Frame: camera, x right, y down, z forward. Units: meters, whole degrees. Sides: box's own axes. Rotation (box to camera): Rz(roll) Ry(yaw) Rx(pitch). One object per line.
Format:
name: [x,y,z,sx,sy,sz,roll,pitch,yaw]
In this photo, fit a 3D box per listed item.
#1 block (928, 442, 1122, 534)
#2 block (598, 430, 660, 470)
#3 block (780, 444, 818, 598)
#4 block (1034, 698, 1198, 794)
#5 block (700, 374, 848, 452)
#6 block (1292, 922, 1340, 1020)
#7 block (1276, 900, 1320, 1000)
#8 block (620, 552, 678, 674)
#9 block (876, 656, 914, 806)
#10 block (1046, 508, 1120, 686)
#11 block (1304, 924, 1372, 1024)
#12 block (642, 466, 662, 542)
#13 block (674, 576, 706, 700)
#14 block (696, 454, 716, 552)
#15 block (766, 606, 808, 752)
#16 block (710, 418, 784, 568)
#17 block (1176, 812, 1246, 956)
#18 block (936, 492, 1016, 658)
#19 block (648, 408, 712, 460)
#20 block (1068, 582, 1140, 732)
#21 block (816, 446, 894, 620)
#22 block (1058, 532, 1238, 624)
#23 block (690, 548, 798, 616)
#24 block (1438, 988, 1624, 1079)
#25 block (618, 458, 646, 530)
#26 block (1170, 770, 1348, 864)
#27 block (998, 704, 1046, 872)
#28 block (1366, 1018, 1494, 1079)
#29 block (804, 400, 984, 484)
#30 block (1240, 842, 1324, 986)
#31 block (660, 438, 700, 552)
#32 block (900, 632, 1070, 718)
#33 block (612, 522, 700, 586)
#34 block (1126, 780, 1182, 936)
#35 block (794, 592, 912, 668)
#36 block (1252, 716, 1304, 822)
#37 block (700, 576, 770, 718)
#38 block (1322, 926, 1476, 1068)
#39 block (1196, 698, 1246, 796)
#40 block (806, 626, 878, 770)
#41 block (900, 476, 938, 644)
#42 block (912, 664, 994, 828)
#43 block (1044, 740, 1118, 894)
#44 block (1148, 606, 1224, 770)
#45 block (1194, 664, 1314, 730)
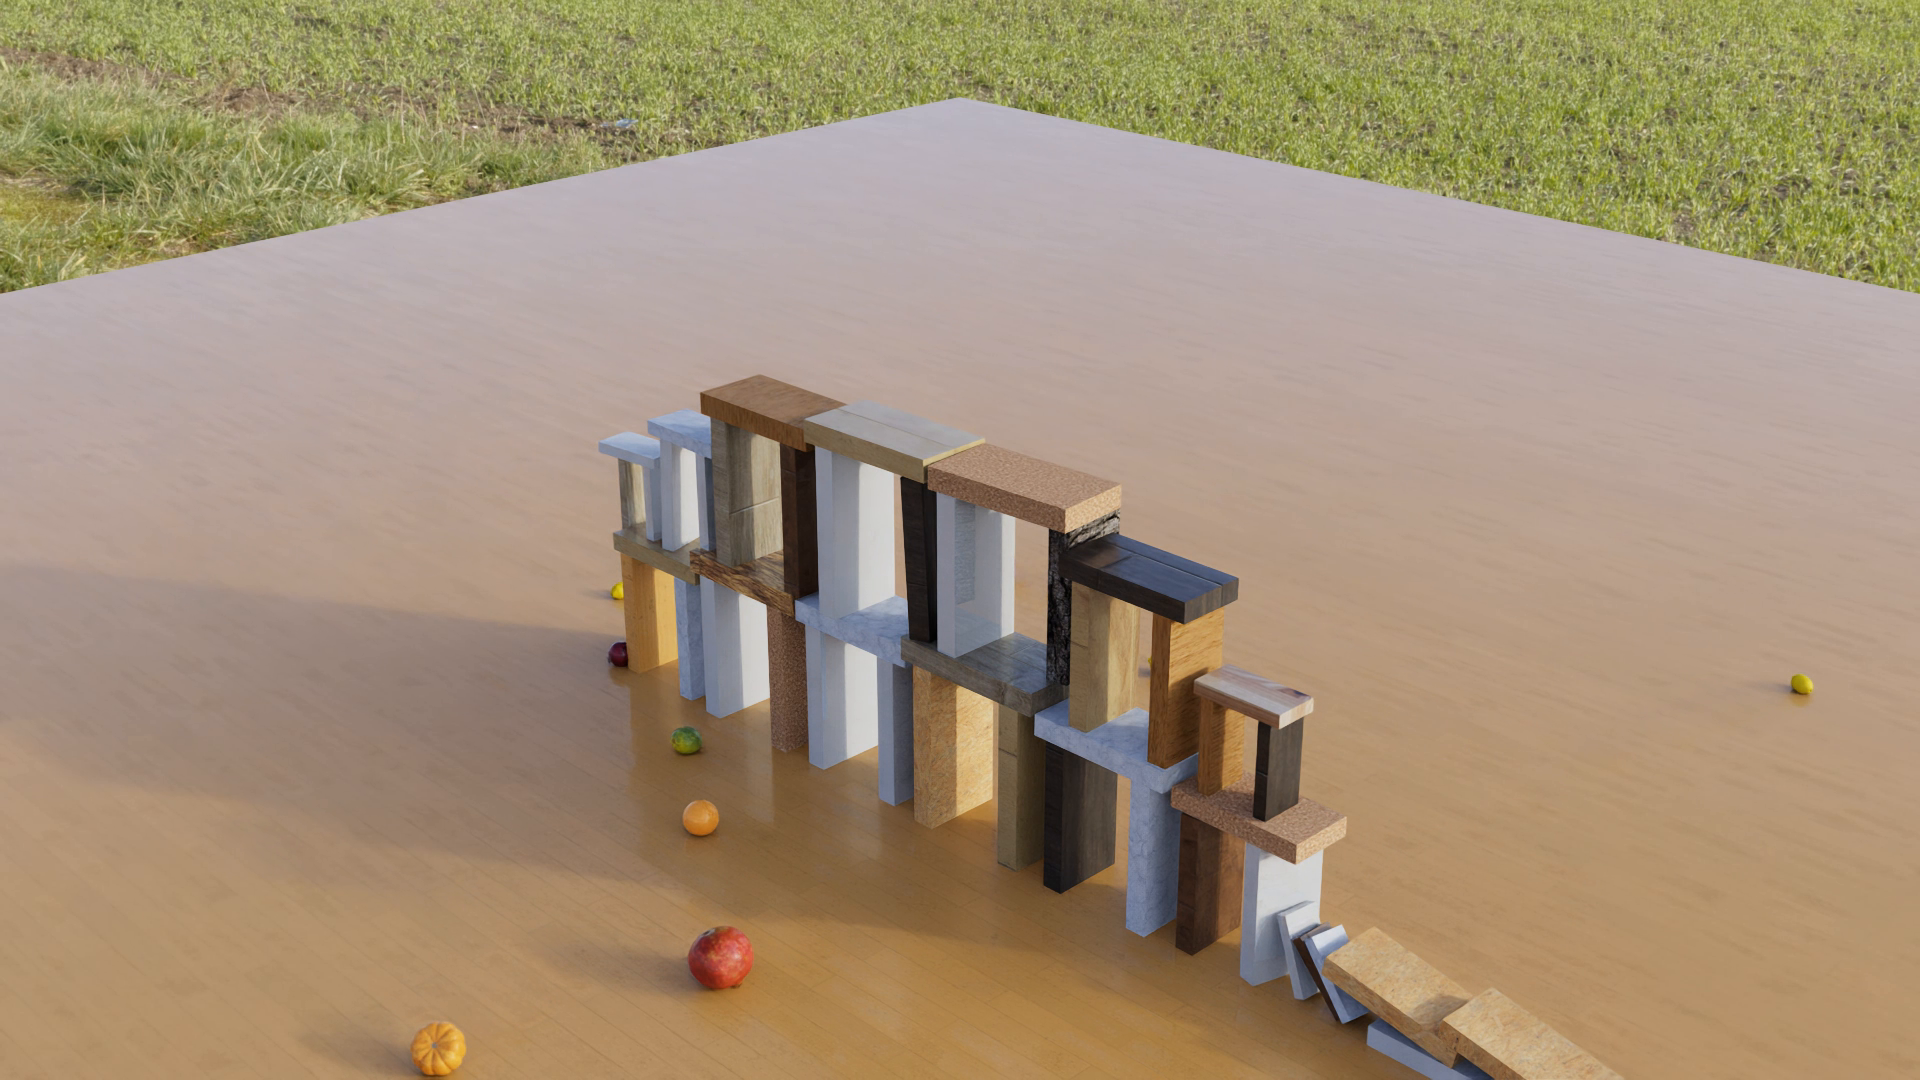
block: [0.118,-0.099,4.073,0.328,0.047,0.164,19,29,37]
block: [-0.712,-0.201,4.903,0.177,0.025,0.089,17,29,35]
block: [-0.288,-0.060,4.516,0.046,0.328,0.164,21,31,40]
block: [0.304,0.366,4.043,0.156,0.044,0.312,-21,31,-40]
block: [-0.365,-0.263,4.514,0.328,0.046,0.164,21,31,40]
block: [0.648,0.750,3.831,0.077,0.154,0.022,-20,-14,-38]
block: [0.607,0.721,3.868,0.077,0.154,0.022,-17,7,-35]
block: [-0.699,0.148,5.043,0.041,0.289,0.144,21,31,41]
block: [-0.093,0.365,4.486,0.046,0.323,0.162,21,31,41]
block: [0.230,0.090,4.107,0.047,0.329,0.164,17,28,34]
block: [0.662,0.752,3.810,0.077,0.154,0.022,-13,-18,-37]
block: [-0.660,-0.094,4.911,0.089,0.177,0.025,-21,31,-40]
block: [-0.563,0.201,4.918,0.144,0.289,0.041,-21,31,-40]
block: [-0.513,-0.095,4.739,0.031,0.217,0.108,21,31,41]
block: [-0.329,0.272,4.696,0.047,0.331,0.166,21,31,41]
block: [-0.443,-0.121,4.657,0.046,0.328,0.164,21,31,41]
block: [0.456,0.600,3.989,0.040,0.280,0.140,21,31,41]
block: [0.031,0.046,4.211,0.047,0.329,0.164,21,31,41]
block: [-0.563,-0.230,4.739,0.217,0.031,0.108,22,31,40]
block: [0.266,0.192,4.020,0.041,0.292,0.146,21,30,40]
block: [-0.210,-0.035,4.434,0.047,0.364,0.167,21,31,40]
block: [0.332,0.065,3.893,0.146,0.041,0.292,-21,31,-41]
block: [-0.407,0.068,4.694,0.331,0.047,0.166,21,31,41]
block: [0.929,0.843,3.565,0.138,0.039,0.275,-20,40,-38]
block: [-0.731,0.021,5.062,0.025,0.507,0.089,20,30,39]
block: [0.524,0.477,3.869,0.140,0.040,0.280,-21,30,-40]
block: [0.152,0.451,4.251,0.049,0.349,0.175,21,31,41]
block: [0.887,0.880,3.636,0.138,0.039,0.419,-21,31,-40]
block: [-0.130,-0.195,4.281,0.334,0.047,0.167,20,30,40]
block: [0.569,0.642,3.890,0.140,0.280,0.040,-12,25,-27]
block: [-0.615,-0.117,4.852,0.031,0.265,0.108,14,27,25]
block: [0.070,0.235,4.249,0.349,0.049,0.175,21,31,41]
block: [-0.629,0.022,4.918,0.289,0.041,0.144,21,31,40]
block: [0.378,0.559,4.045,0.044,0.312,0.156,21,31,41]
block: [-0.168,0.166,4.484,0.323,0.046,0.162,21,31,40]
block: [0.550,0.384,3.796,0.094,0.187,0.027,-21,30,-40]
block: [-0.486,0.211,4.839,0.047,0.331,0.166,21,31,41]
block: [0.765,0.771,3.725,0.138,0.039,0.275,-21,42,-40]
block: [0.462,0.350,3.878,0.094,0.187,0.027,-21,30,-40]
block: [-0.245,0.306,4.626,0.046,0.323,0.162,21,31,41]
block: [-0.042,0.013,4.278,0.047,0.334,0.167,10,24,30]
block: [-0.013,0.387,4.402,0.049,0.349,0.175,21,31,41]
block: [0.230,0.501,4.180,0.044,0.312,0.156,21,31,41]
block: [0.400,0.246,3.894,0.146,0.292,0.041,-21,31,-40]
block: [0.506,0.268,3.796,0.094,0.027,0.187,-21,31,-40]
